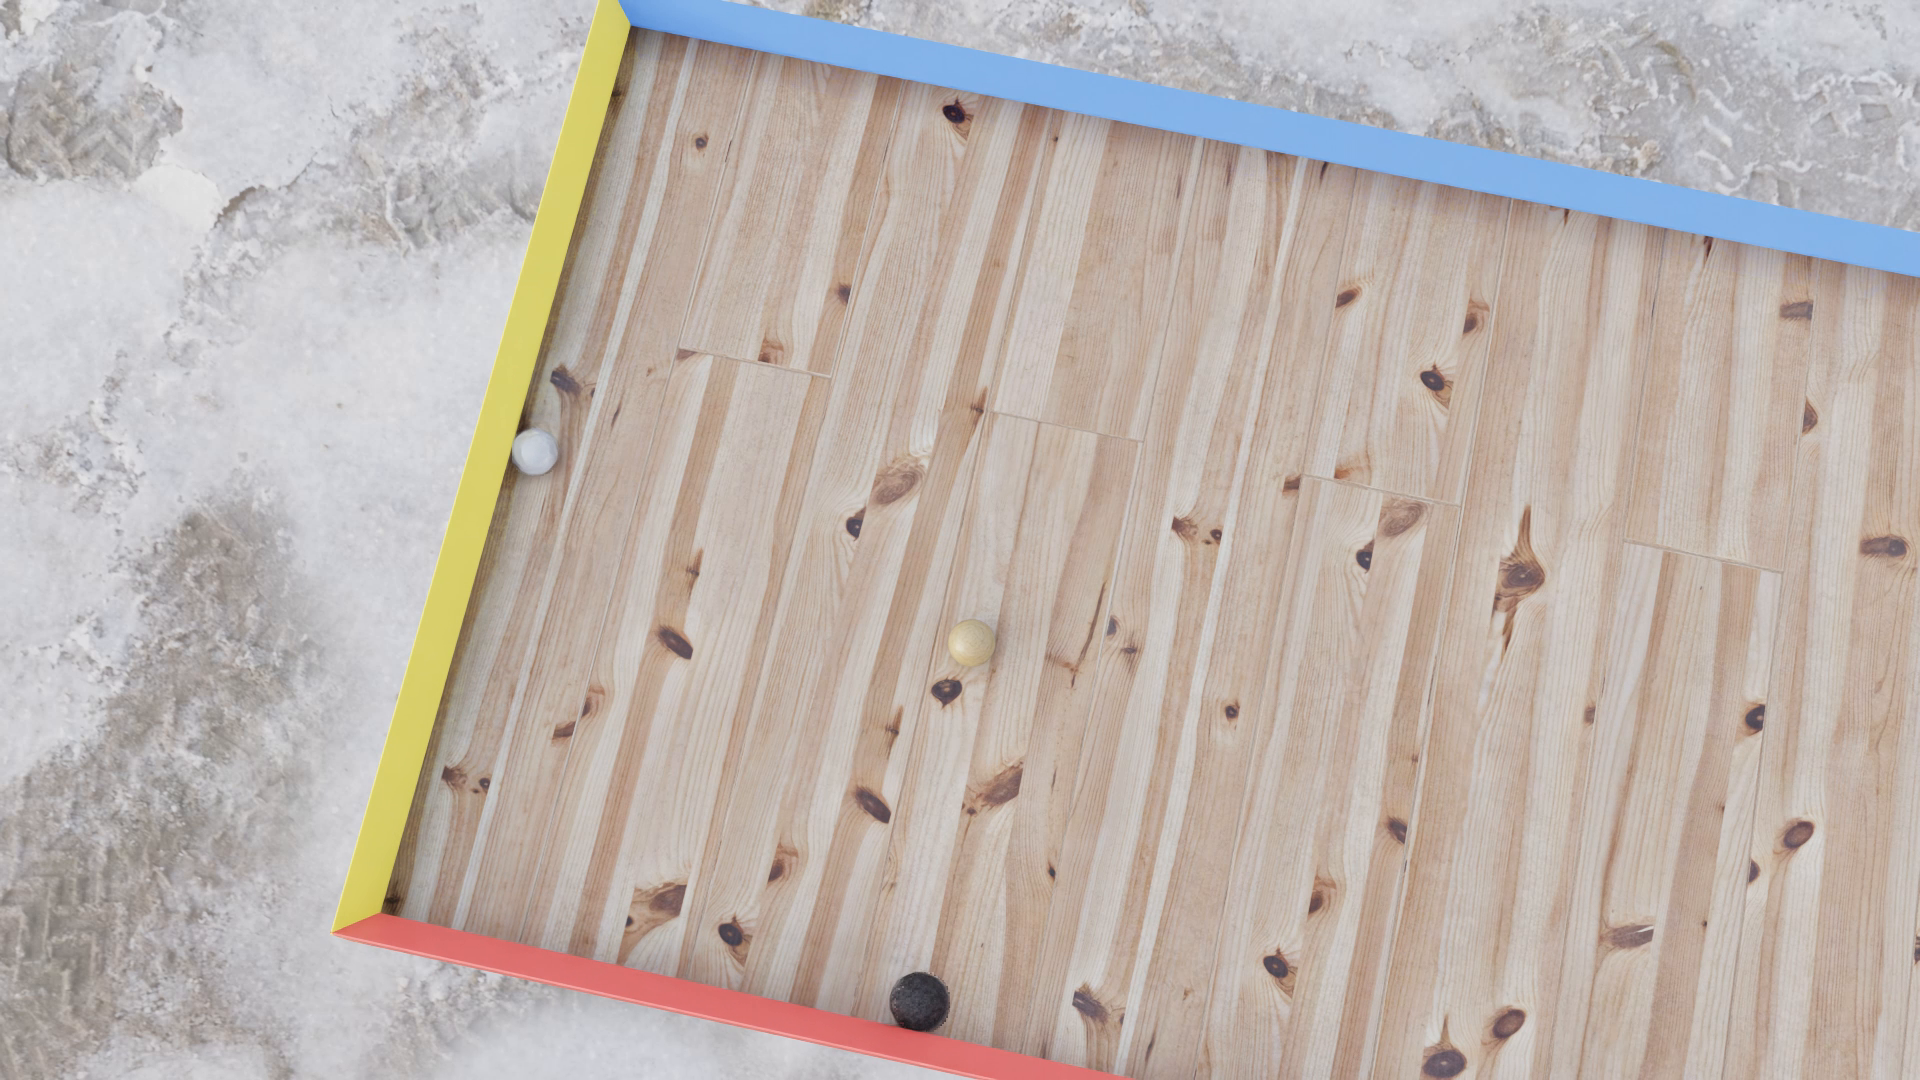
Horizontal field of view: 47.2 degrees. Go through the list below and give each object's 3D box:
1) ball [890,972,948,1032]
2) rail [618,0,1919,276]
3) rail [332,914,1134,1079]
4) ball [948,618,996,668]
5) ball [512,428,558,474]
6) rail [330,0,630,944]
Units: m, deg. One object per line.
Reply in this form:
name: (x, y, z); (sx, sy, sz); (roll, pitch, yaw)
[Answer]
ball: (-0.059, 0.665, 3.163); (0.085, 0.085, 0.085); (0, 75, 0)
rail: (0.890, -0.562, 3.487); (2.995, 0.110, 0.045); (12, 75, 3)
rail: (0.574, 0.855, 3.097); (2.995, 0.110, 0.045); (12, 75, 3)
ball: (0.018, 0.155, 3.310); (0.073, 0.073, 0.073); (0, 75, 0)
ball: (-0.656, -0.137, 3.391); (0.071, 0.071, 0.071); (0, 75, 0)
rail: (-0.709, -0.152, 3.374); (0.045, 0.110, 1.551); (12, 75, 3)
